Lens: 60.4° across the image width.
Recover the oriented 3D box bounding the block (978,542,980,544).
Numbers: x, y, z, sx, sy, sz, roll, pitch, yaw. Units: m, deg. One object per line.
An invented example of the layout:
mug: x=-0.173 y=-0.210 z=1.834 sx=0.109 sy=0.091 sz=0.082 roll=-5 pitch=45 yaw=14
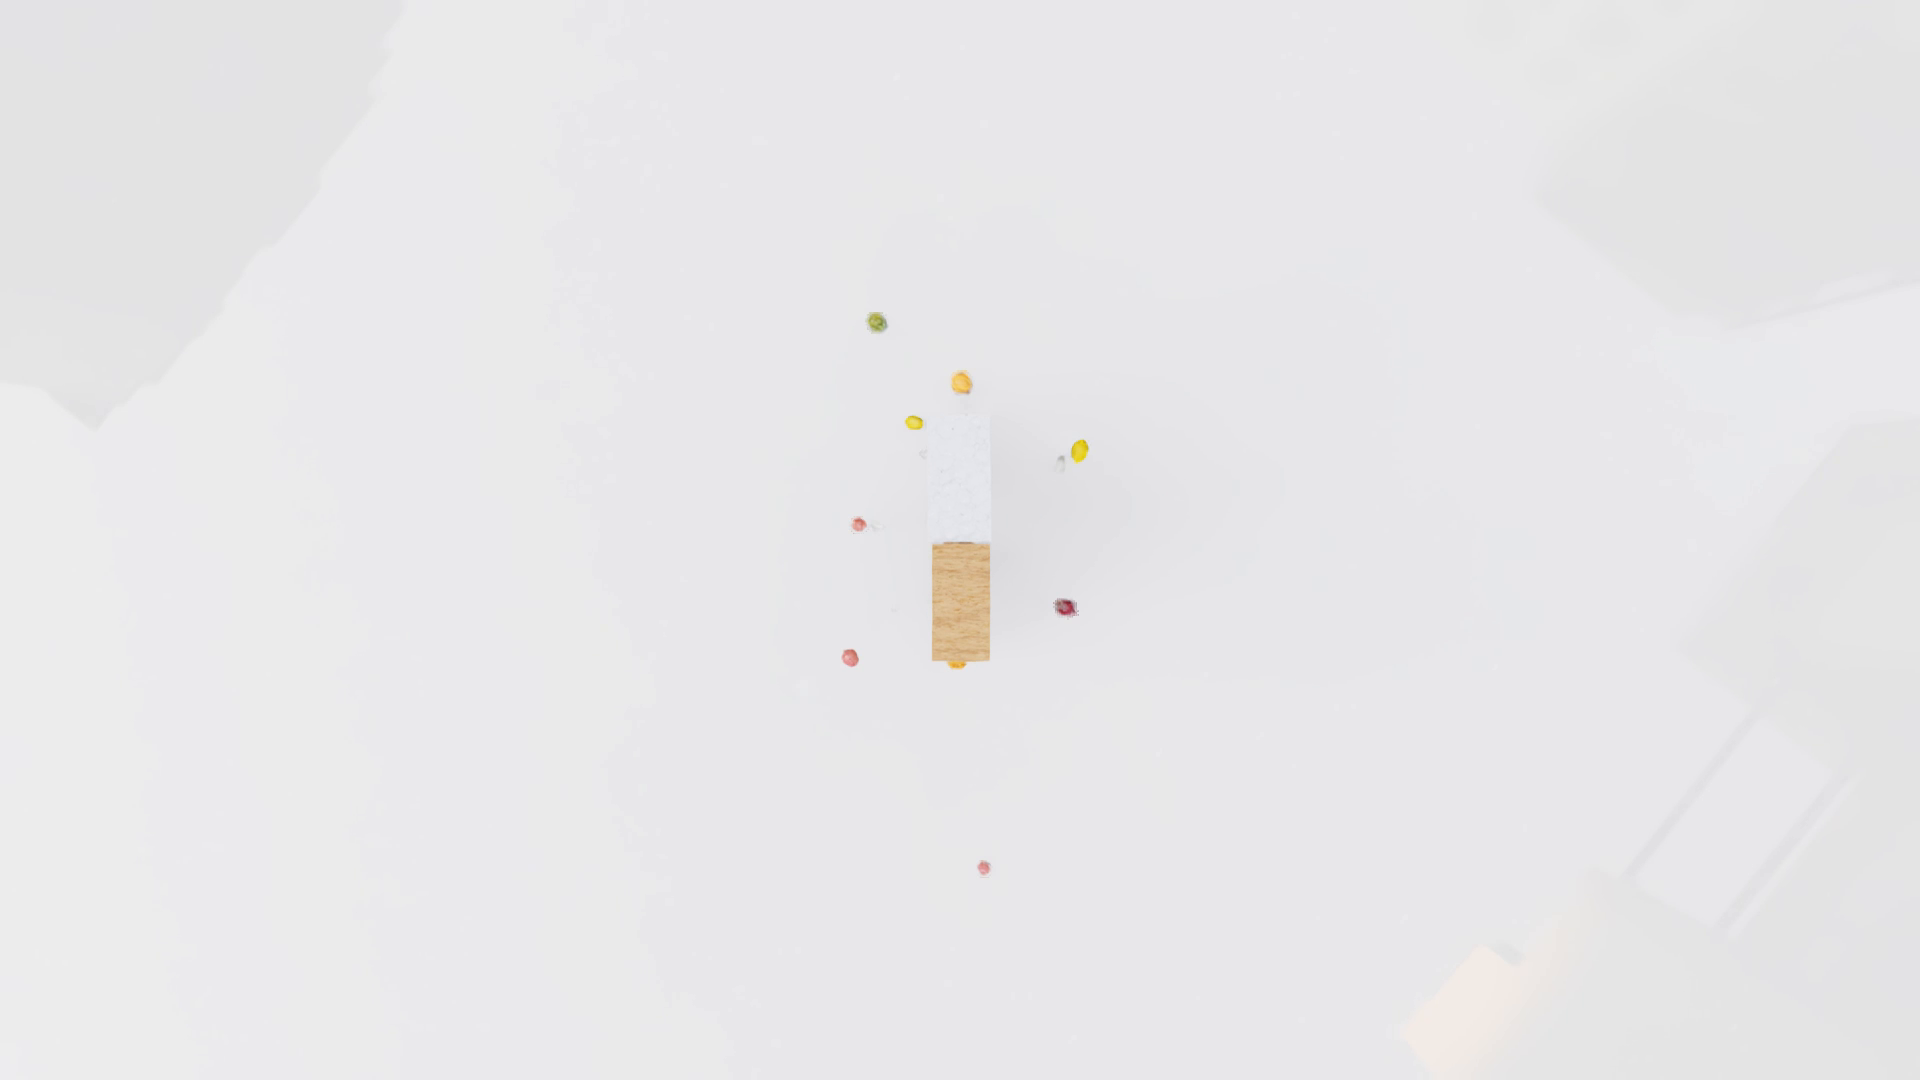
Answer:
block: x=-0.002 y=0.008 z=5.011 sx=0.117 sy=0.234 sz=0.033 roll=-1 pitch=90 yaw=0

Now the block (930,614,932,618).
block: x=0.002 y=0.241 z=4.556 sx=0.151 sy=0.496 sz=0.043 roll=-4 pitch=83 yaw=0

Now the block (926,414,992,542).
block: x=-0.002 y=-0.161 z=4.312 sx=0.166 sy=0.047 sz=0.331 roll=-1 pitch=90 yaw=0

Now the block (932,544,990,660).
block: x=0.003 y=0.162 z=4.286 sx=0.151 sy=0.043 sz=0.302 roll=0 pitch=90 yaw=0

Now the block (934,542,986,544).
block: x=-0.001 y=-0.049 z=5.151 sx=0.163 sy=0.046 sz=0.326 roll=0 pitch=90 yaw=0

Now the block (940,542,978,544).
block: x=-0.004 y=-0.070 z=4.877 sx=0.117 sy=0.033 sz=0.234 roll=-1 pitch=90 yaw=0

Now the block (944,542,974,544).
block: x=-0.004 y=0.083 z=4.622 sx=0.085 sy=0.024 sz=0.170 roll=0 pitch=90 yaw=0
